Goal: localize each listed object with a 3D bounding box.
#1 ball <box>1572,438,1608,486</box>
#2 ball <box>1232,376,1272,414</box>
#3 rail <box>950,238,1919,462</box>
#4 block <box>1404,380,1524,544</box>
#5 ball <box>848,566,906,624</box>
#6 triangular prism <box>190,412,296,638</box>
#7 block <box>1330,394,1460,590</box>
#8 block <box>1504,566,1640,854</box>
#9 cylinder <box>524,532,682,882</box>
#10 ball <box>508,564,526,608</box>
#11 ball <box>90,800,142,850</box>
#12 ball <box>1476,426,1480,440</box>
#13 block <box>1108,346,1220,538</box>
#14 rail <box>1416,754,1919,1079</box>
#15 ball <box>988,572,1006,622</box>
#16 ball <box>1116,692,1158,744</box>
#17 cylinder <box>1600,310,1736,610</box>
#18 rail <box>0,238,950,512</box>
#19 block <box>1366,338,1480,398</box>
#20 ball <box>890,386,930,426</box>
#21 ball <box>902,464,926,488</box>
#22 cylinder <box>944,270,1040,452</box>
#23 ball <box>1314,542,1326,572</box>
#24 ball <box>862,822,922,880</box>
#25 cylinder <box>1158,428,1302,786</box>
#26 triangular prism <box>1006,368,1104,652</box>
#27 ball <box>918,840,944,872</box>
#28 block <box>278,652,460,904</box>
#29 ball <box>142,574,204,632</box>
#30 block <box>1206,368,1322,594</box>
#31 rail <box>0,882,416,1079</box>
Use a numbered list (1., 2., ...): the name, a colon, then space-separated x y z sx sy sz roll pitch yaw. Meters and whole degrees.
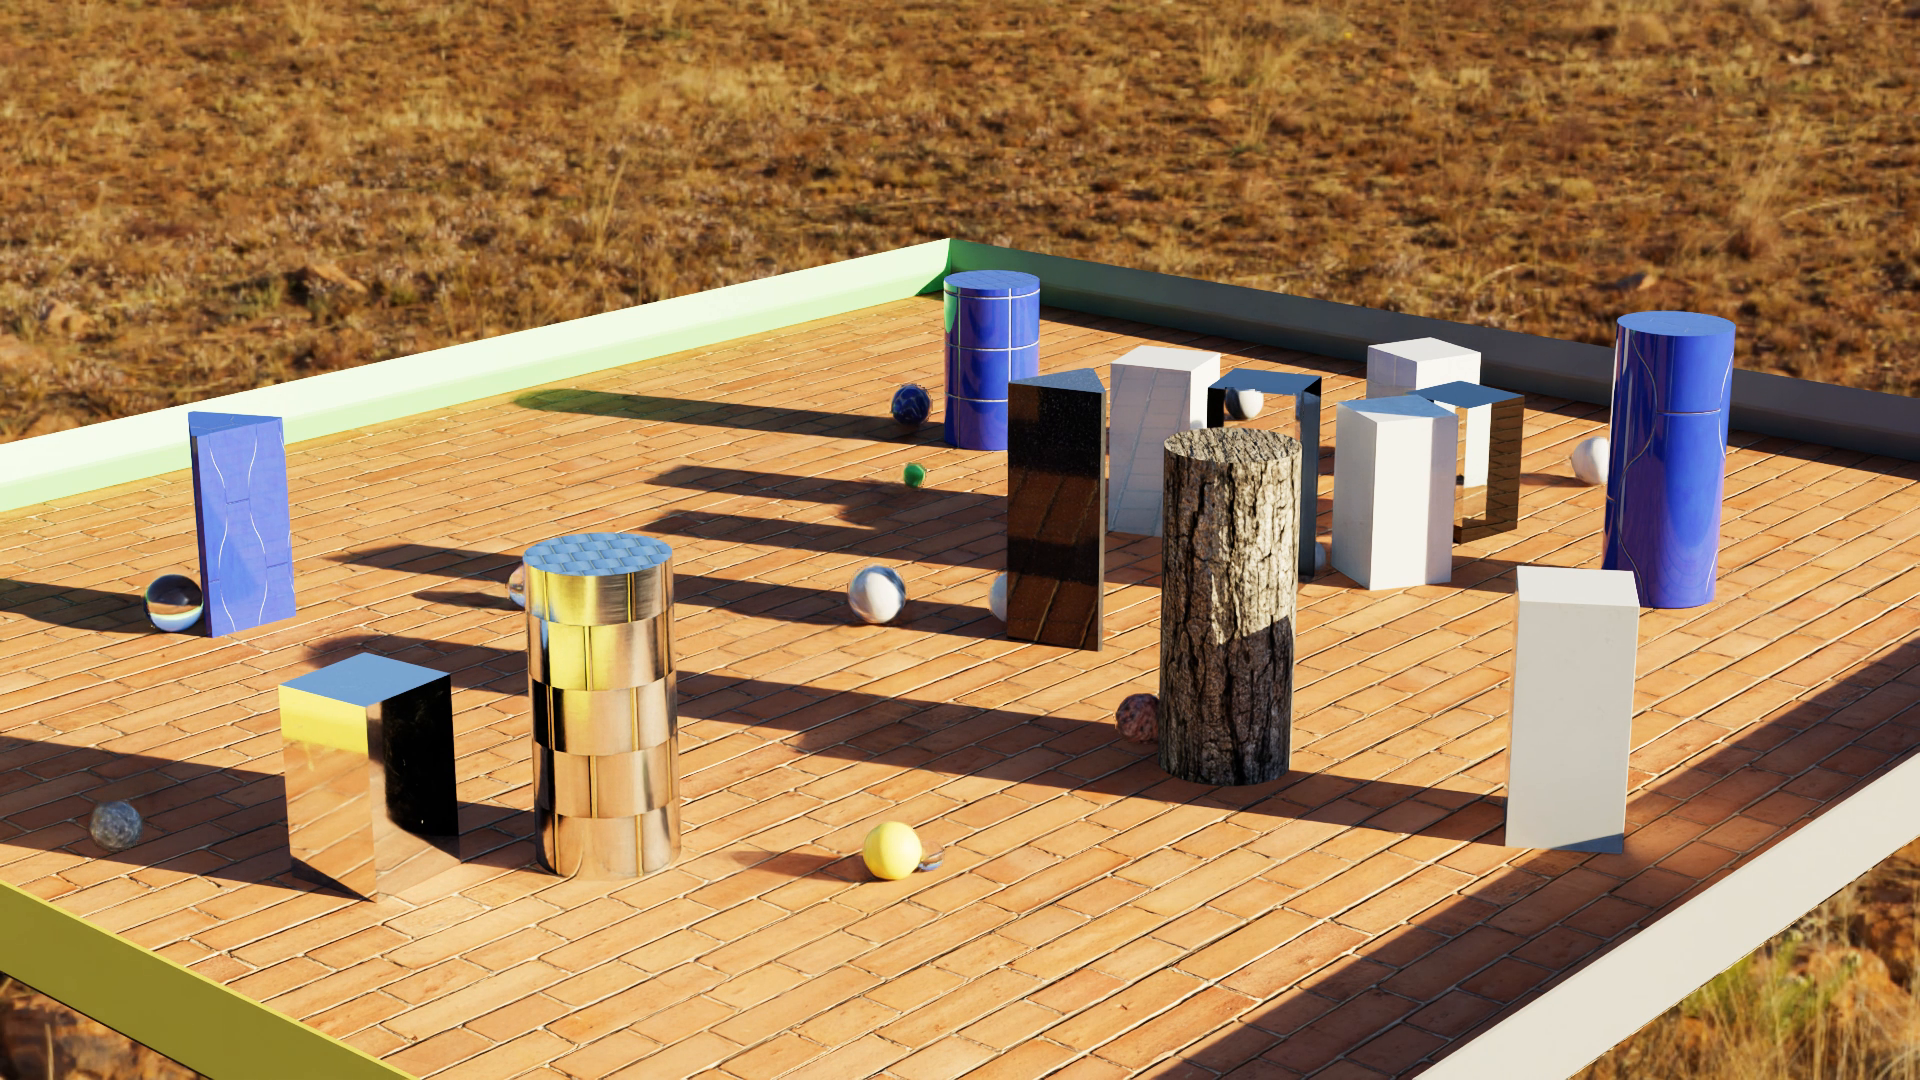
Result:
1. ball: 1.260 -0.155 5.805 0.095 0.095 0.095 0 17 0
2. ball: 0.634 -0.316 6.356 0.084 0.084 0.084 0 17 0
3. rail: 1.264 -0.388 6.513 3.463 0.129 0.045 14 22 39
4. block: 0.938 -0.148 5.495 0.158 0.258 0.158 -13 21 -37
5. ball: -0.140 0.093 4.973 0.099 0.099 0.099 0 17 0
6. triangular prism: -1.250 -0.036 4.966 0.149 0.350 0.172 16 23 42
7. block: 0.771 -0.086 5.209 0.158 0.305 0.158 -6 18 -18
8. block: 0.843 0.233 4.059 0.158 0.357 0.158 3 17 9
9. cylinder: -0.482 0.224 3.966 0.198 0.429 0.198 0 17 0
10. ball: -0.740 0.080 5.055 0.078 0.078 0.078 0 17 0
11. ball: -1.161 0.393 4.030 0.069 0.069 0.069 0 17 0
12. ball: 1.059 -0.224 6.114 0.047 0.047 0.047 0 17 0
13. block: 0.383 -0.184 5.504 0.158 0.323 0.158 7 18 23
14. rail: 1.289 0.355 4.048 0.045 0.129 3.903 14 22 39
15. ball: 0.094 0.097 4.973 0.092 0.092 0.092 0 17 0
16. ball: 0.274 0.269 4.427 0.077 0.077 0.077 0 17 0
17. cylinder: 1.224 -0.140 5.081 0.198 0.482 0.198 0 17 0
18. rail: -1.289 -0.291 6.192 0.045 0.129 3.903 14 22 39
19. block: 0.927 -0.262 5.894 0.158 0.248 0.158 -9 19 -28
20. ball: -0.105 -0.286 6.254 0.086 0.086 0.086 0 17 0
21. ball: -0.091 -0.127 5.796 0.044 0.044 0.044 0 17 0
22. cylinder: 0.066 -0.374 6.105 0.198 0.341 0.198 0 17 0
23. ball: 0.628 0.028 5.260 0.058 0.058 0.058 0 17 0
24. ball: -0.091 0.417 3.933 0.078 0.078 0.078 0 17 0
25. cylinder: 0.393 0.096 4.289 0.198 0.488 0.198 0 17 0
26. triangular prism: 0.186 -0.056 4.877 0.172 0.440 0.149 8 18 24
27. ball: -0.042 0.427 3.965 0.041 0.041 0.041 0 17 0
28. block: -0.790 0.316 3.930 0.158 0.274 0.158 11 20 32
29. ball: -1.324 0.105 4.932 0.099 0.099 0.099 0 17 0
30. block: 0.530 -0.099 5.142 0.158 0.368 0.158 7 18 22
31. rail: -1.264 0.452 3.726 3.463 0.129 0.045 14 22 39
